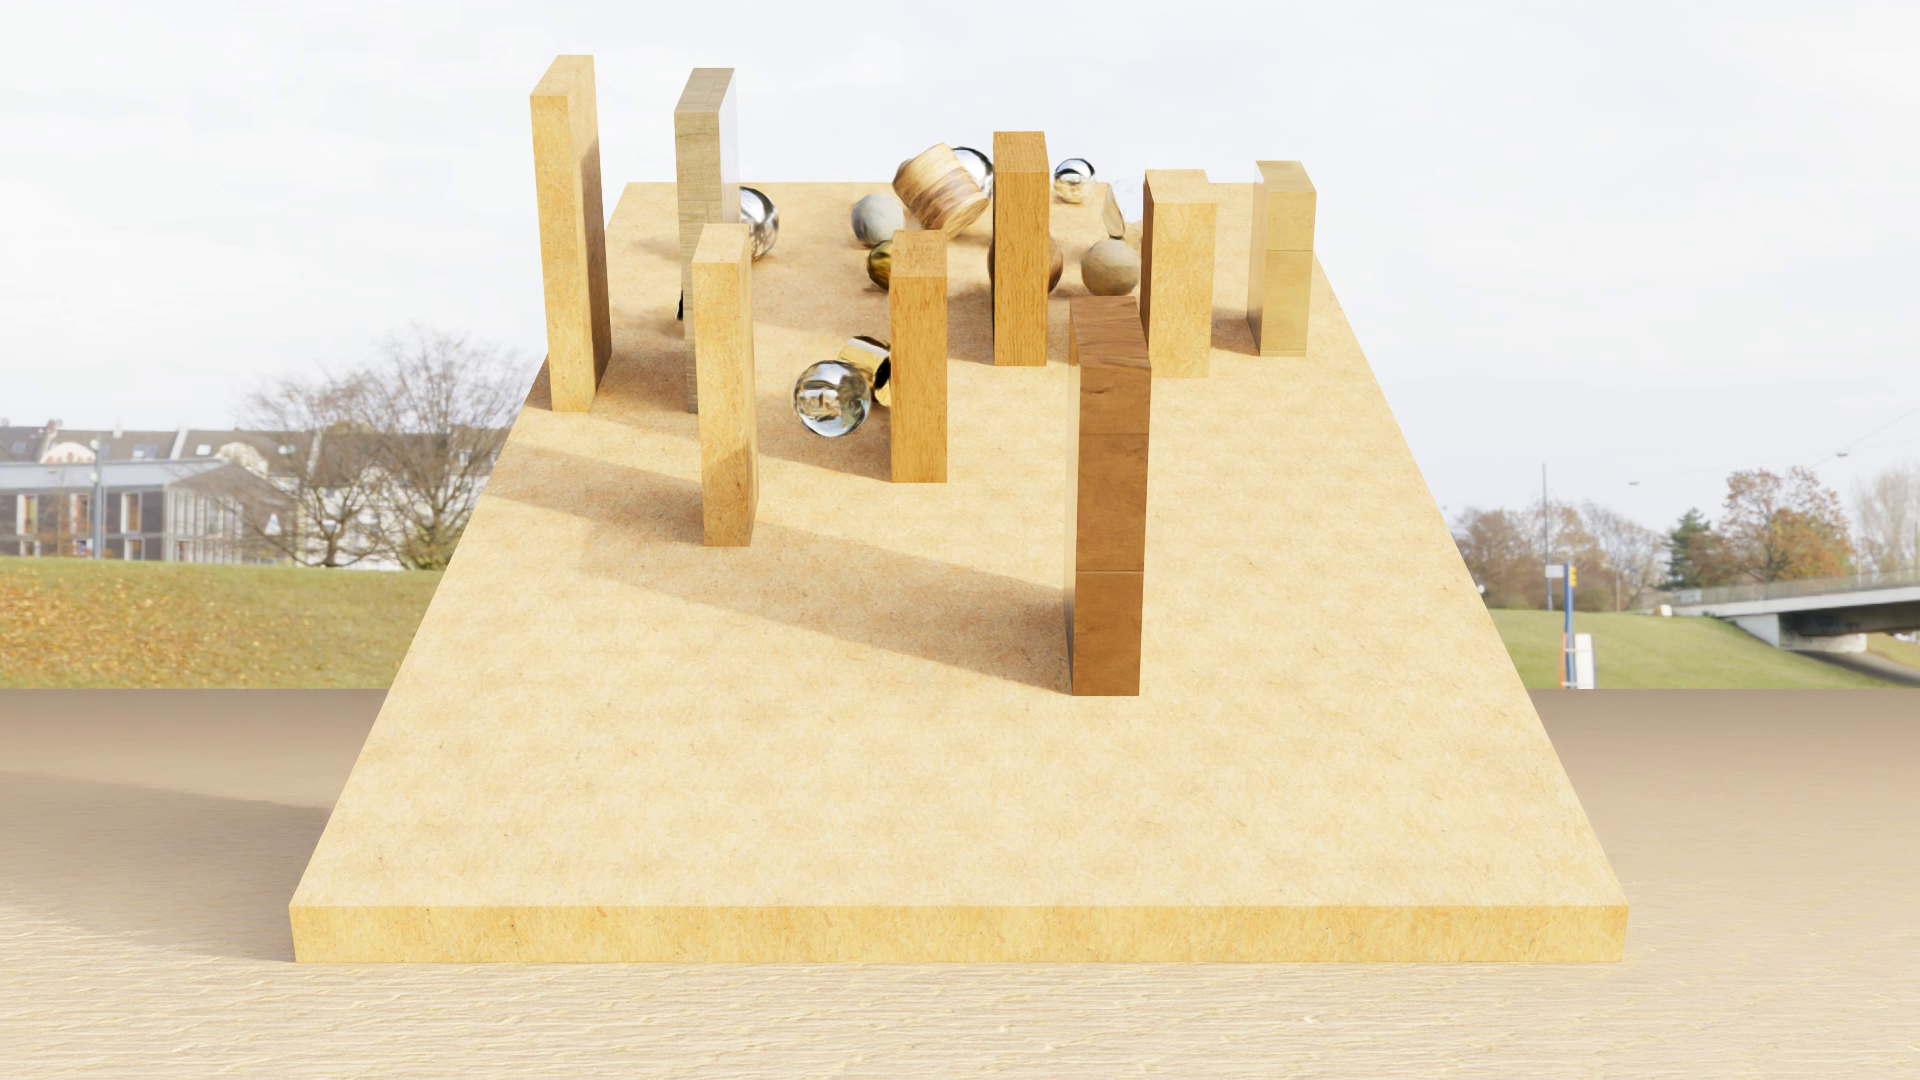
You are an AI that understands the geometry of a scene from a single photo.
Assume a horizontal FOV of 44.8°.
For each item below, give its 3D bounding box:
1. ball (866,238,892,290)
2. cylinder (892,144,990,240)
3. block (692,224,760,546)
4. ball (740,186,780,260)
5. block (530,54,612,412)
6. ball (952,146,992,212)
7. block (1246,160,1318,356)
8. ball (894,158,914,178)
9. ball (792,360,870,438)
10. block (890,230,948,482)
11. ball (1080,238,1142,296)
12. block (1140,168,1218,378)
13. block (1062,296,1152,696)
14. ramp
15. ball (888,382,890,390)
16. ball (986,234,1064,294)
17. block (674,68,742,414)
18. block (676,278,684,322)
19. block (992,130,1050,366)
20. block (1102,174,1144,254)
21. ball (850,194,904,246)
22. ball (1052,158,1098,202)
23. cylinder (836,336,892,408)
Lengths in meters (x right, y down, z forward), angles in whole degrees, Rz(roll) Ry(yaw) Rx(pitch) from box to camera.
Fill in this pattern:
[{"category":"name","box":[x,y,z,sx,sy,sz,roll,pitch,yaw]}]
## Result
[{"category":"ball","box":[-0.179,-0.725,6.137,0.135,0.135,0.135,0,-3,0]},{"category":"cylinder","box":[-0.051,-0.911,6.123,0.186,0.186,0.186,-36,-8,-6]},{"category":"block","box":[-0.465,-0.309,4.655,0.089,0.590,0.260,0,24,0]},{"category":"ball","box":[-0.593,-0.861,6.353,0.204,0.204,0.204,0,-3,0]},{"category":"block","box":[-0.892,-0.711,5.374,0.083,0.731,0.407,0,24,0]},{"category":"ball","box":[0.007,-1.003,6.544,0.203,0.203,0.203,0,-3,0]},{"category":"block","box":[0.789,-0.695,5.735,0.113,0.413,0.290,0,24,0]},{"category":"ball","box":[-0.128,-1.047,6.756,0.124,0.124,0.124,0,-3,0]},{"category":"ball","box":[-0.285,-0.315,5.176,0.173,0.173,0.173,0,-3,0]},{"category":"block","box":[-0.086,-0.398,5.014,0.118,0.458,0.329,0,24,0]},{"category":"ball","box":[0.393,-0.704,6.063,0.159,0.159,0.159,0,-3,0]},{"category":"block","box":[0.520,-0.643,5.598,0.145,0.429,0.295,0,24,0]},{"category":"block","box":[0.255,-0.081,4.126,0.117,0.611,0.374,0,24,0]},{"category":"ramp","box":[-0.008,-0.228,5.319,2.000,0.100,4.000,0,24,0]},{"category":"ball","box":[-0.108,-0.350,5.275,0.108,0.108,0.108,0,-3,0]},{"category":"ball","box":[0.169,-0.719,6.045,0.200,0.200,0.200,0,-3,0]},{"category":"block","box":[-0.573,-0.696,5.383,0.098,0.698,0.431,0,24,0]},{"category":"block","box":[-0.635,-0.612,5.823,0.130,0.130,0.130,8,12,-10]},{"category":"block","box":[0.146,-0.717,5.699,0.126,0.480,0.386,0,24,0]},{"category":"block","box":[0.485,-0.881,6.313,0.148,0.148,0.148,-11,-29,-12]},{"category":"ball","box":[-0.229,-0.890,6.486,0.150,0.150,0.150,0,-3,0]},{"category":"ball","box":[0.341,-1.066,6.899,0.134,0.134,0.134,0,-3,0]},{"category":"cylinder","box":[-0.193,-0.390,5.387,0.138,0.138,0.138,4,15,-46]}]
